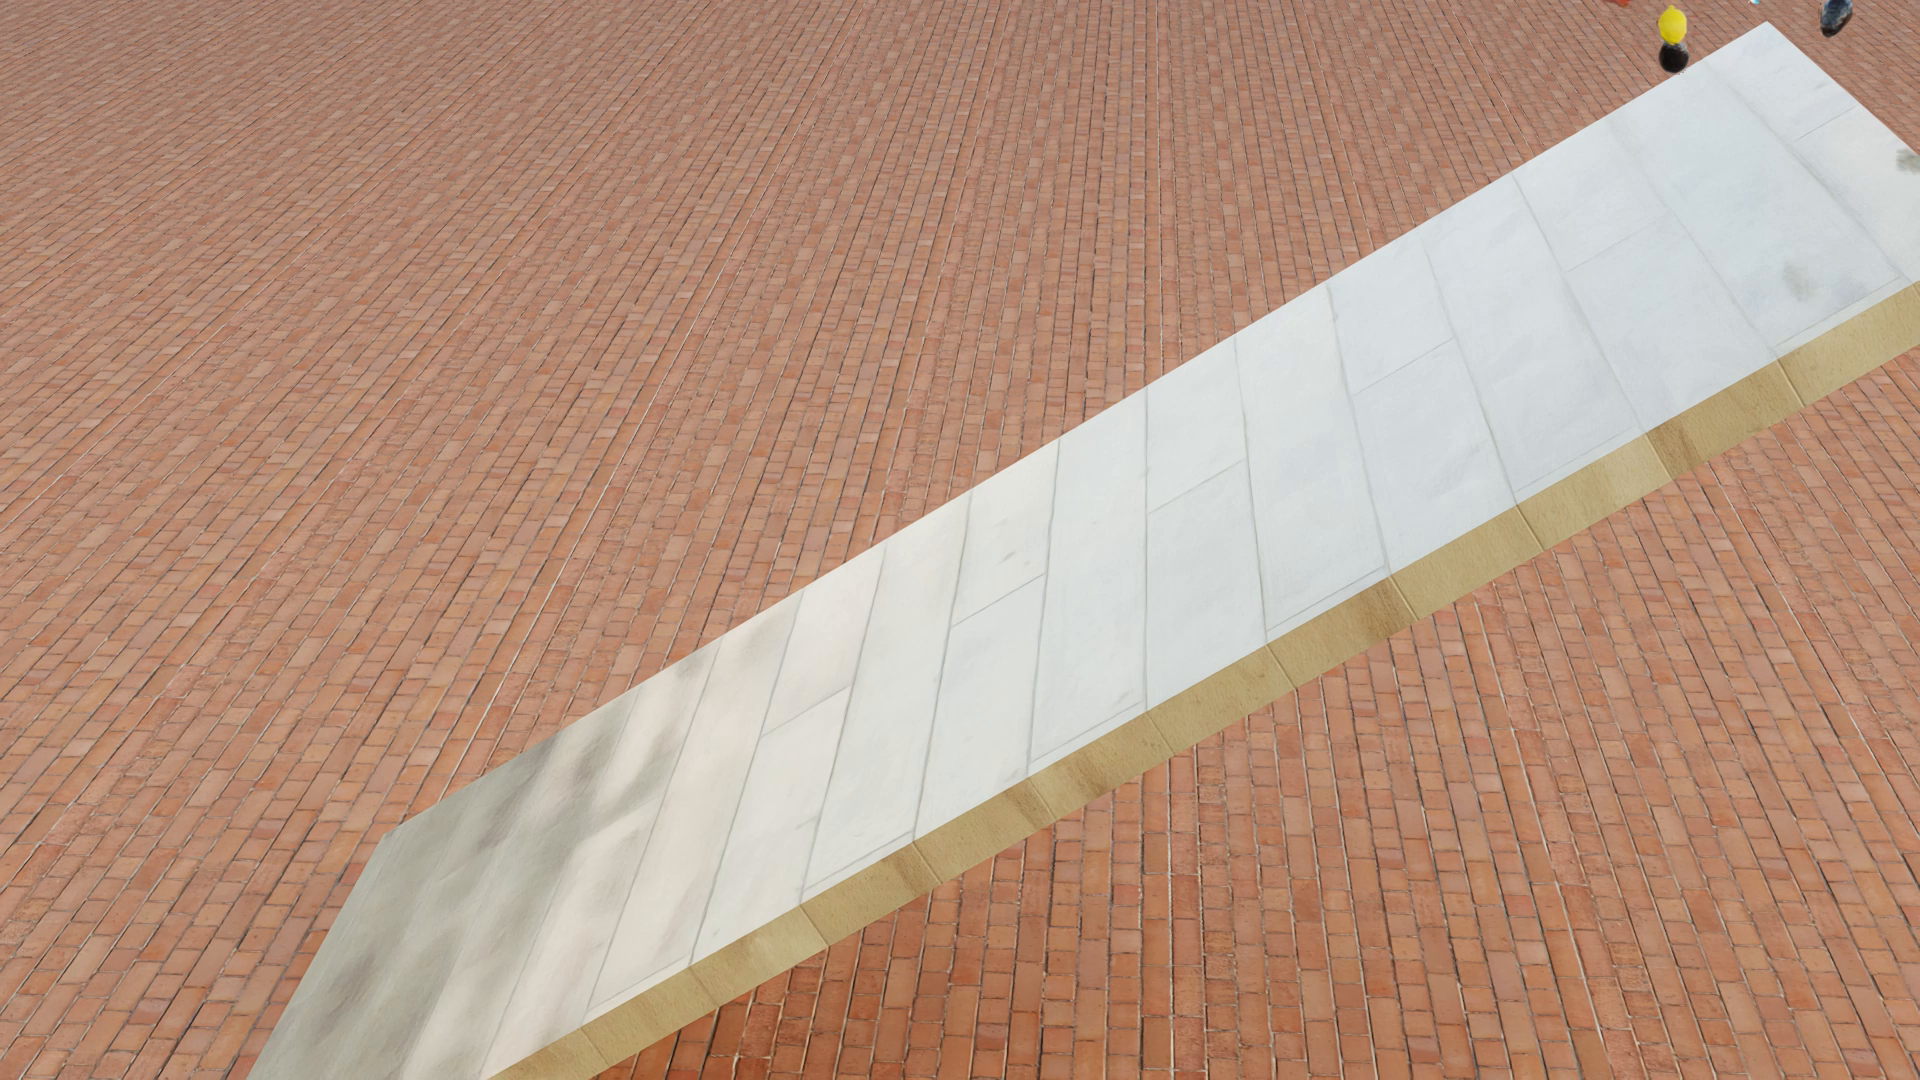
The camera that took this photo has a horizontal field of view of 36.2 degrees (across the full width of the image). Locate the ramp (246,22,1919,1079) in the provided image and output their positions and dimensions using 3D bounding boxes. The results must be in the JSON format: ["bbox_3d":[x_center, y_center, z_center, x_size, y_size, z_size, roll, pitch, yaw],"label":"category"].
[{"bbox_3d":[0.140,0.170,6.293,4.000,0.100,2.000,-30,15,13],"label":"ramp"}]
